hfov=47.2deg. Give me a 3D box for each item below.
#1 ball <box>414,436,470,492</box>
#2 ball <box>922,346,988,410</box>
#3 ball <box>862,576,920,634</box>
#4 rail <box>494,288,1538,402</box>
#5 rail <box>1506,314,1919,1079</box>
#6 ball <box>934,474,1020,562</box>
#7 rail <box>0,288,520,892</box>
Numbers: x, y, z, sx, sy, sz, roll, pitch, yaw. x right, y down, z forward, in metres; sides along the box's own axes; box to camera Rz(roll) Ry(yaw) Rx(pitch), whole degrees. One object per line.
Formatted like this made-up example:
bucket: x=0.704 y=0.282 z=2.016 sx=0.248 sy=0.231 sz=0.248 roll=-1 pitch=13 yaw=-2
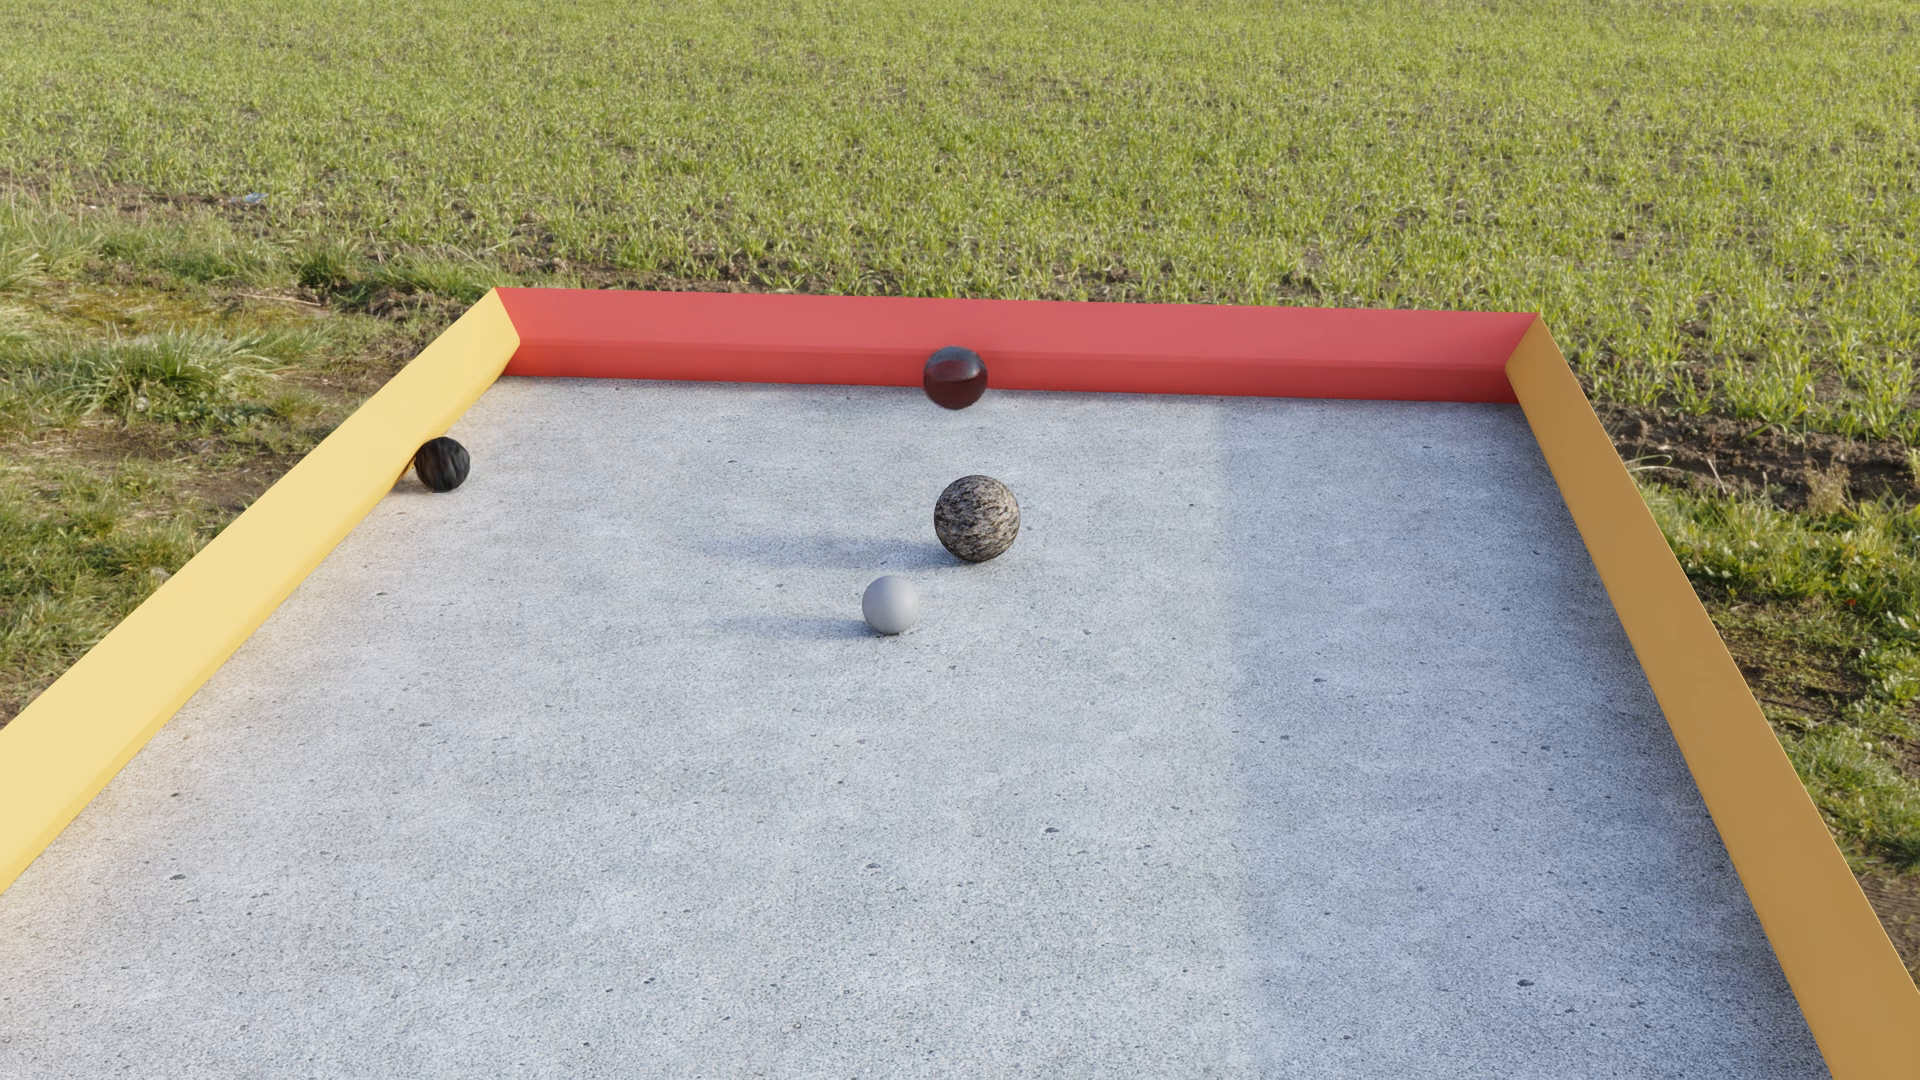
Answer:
ball: x=-0.609 y=-0.089 z=2.587 sx=0.064 sy=0.064 sz=0.064 roll=0 pitch=22 yaw=0
ball: x=-0.006 y=-0.212 z=2.870 sx=0.085 sy=0.085 sz=0.085 roll=0 pitch=22 yaw=0
ball: x=-0.069 y=0.065 z=2.205 sx=0.059 sy=0.059 sz=0.059 roll=0 pitch=22 yaw=0
rail: x=0.059 y=-0.253 z=2.920 sx=1.393 sy=0.122 sz=0.045 roll=2 pitch=22 yaw=5
rail: x=0.609 y=0.243 z=1.666 sx=0.045 sy=0.122 sz=2.630 roll=2 pitch=22 yaw=5
ball: x=0.018 y=-0.023 z=2.380 sx=0.094 sy=0.094 sz=0.094 roll=0 pitch=22 yaw=0
rail: x=-0.731 y=0.197 z=1.782 sx=0.045 sy=0.122 sz=2.630 roll=2 pitch=22 yaw=5
